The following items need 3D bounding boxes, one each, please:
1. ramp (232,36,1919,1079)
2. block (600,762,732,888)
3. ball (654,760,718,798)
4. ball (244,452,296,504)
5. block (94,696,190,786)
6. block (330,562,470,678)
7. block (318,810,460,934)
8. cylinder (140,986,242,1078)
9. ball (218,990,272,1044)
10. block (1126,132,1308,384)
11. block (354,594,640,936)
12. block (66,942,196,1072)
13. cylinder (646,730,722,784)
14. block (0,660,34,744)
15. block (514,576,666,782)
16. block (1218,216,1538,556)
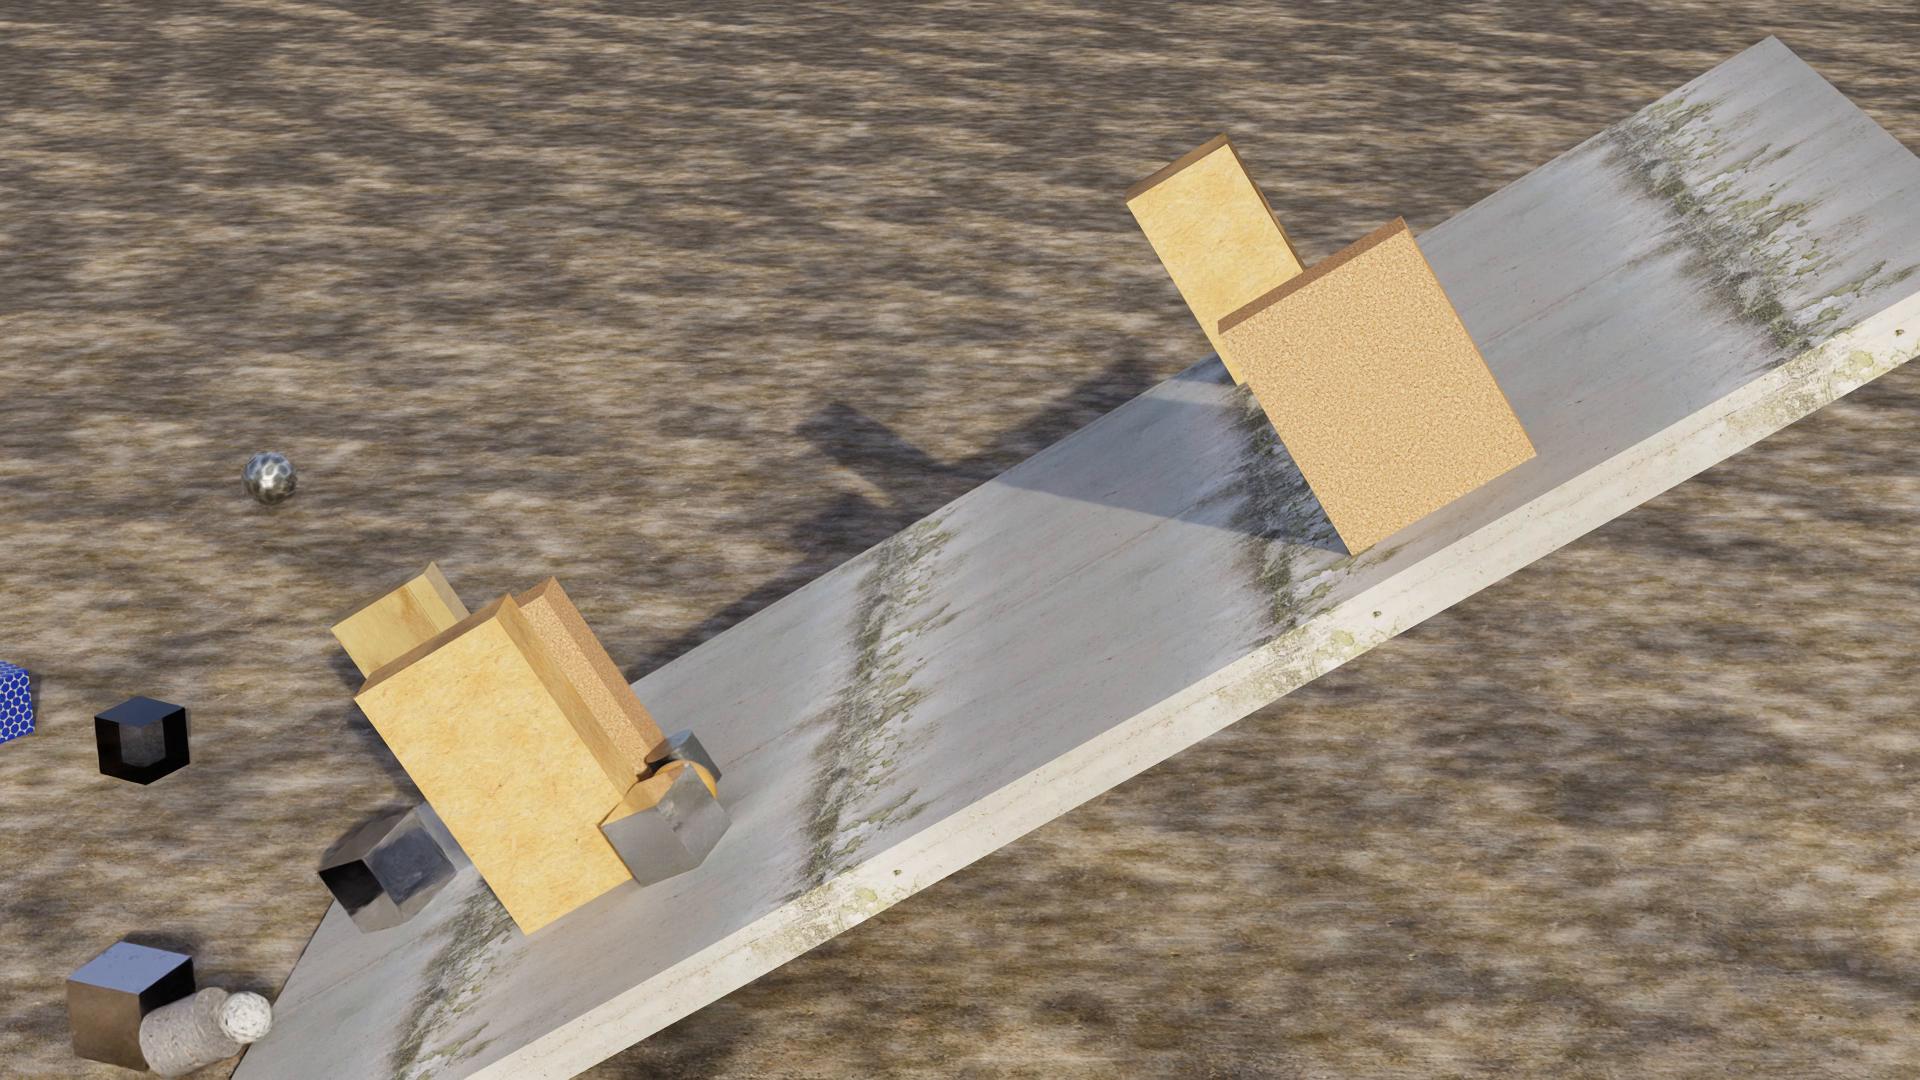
[{"bbox_3d":[0.141,0.169,6.289,4.000,0.100,2.000,-29,15,13],"label":"ramp"},{"bbox_3d":[-0.597,0.581,5.993,0.158,0.158,0.158,-23,18,33],"label":"block"},{"bbox_3d":[-0.579,0.531,6.144,0.143,0.143,0.143,0,19,0],"label":"ball"},{"bbox_3d":[-2.440,-0.216,10.400,0.183,0.183,0.183,0,19,0],"label":"ball"},{"bbox_3d":[-2.284,0.559,8.217,0.172,0.172,0.172,11,22,27],"label":"block"},{"bbox_3d":[-1.173,0.383,6.886,0.266,0.631,0.089,-29,15,13],"label":"block"},{"bbox_3d":[-1.329,0.773,6.835,0.187,0.187,0.187,-19,20,43],"label":"block"},{"bbox_3d":[-1.720,1.105,6.595,0.163,0.163,0.163,-24,10,24],"label":"cylinder"},{"bbox_3d":[-1.591,1.063,6.552,0.118,0.118,0.118,0,19,0],"label":"ball"},{"bbox_3d":[0.620,-0.642,6.714,0.261,0.498,0.141,-29,15,13],"label":"block"},{"bbox_3d":[-0.918,0.469,6.099,0.353,0.623,0.134,-29,15,13],"label":"block"},{"bbox_3d":[-1.893,1.068,6.736,0.199,0.199,0.199,8,21,21],"label":"block"},{"bbox_3d":[-0.596,0.492,6.354,0.118,0.118,0.118,-31,15,9],"label":"cylinder"},{"bbox_3d":[-2.807,0.468,8.448,0.190,0.190,0.190,14,24,35],"label":"block"},{"bbox_3d":[-0.875,0.389,6.430,0.304,0.538,0.121,-29,15,13],"label":"block"},{"bbox_3d":[0.750,-0.274,5.297,0.377,0.483,0.100,-29,15,13],"label":"block"}]
